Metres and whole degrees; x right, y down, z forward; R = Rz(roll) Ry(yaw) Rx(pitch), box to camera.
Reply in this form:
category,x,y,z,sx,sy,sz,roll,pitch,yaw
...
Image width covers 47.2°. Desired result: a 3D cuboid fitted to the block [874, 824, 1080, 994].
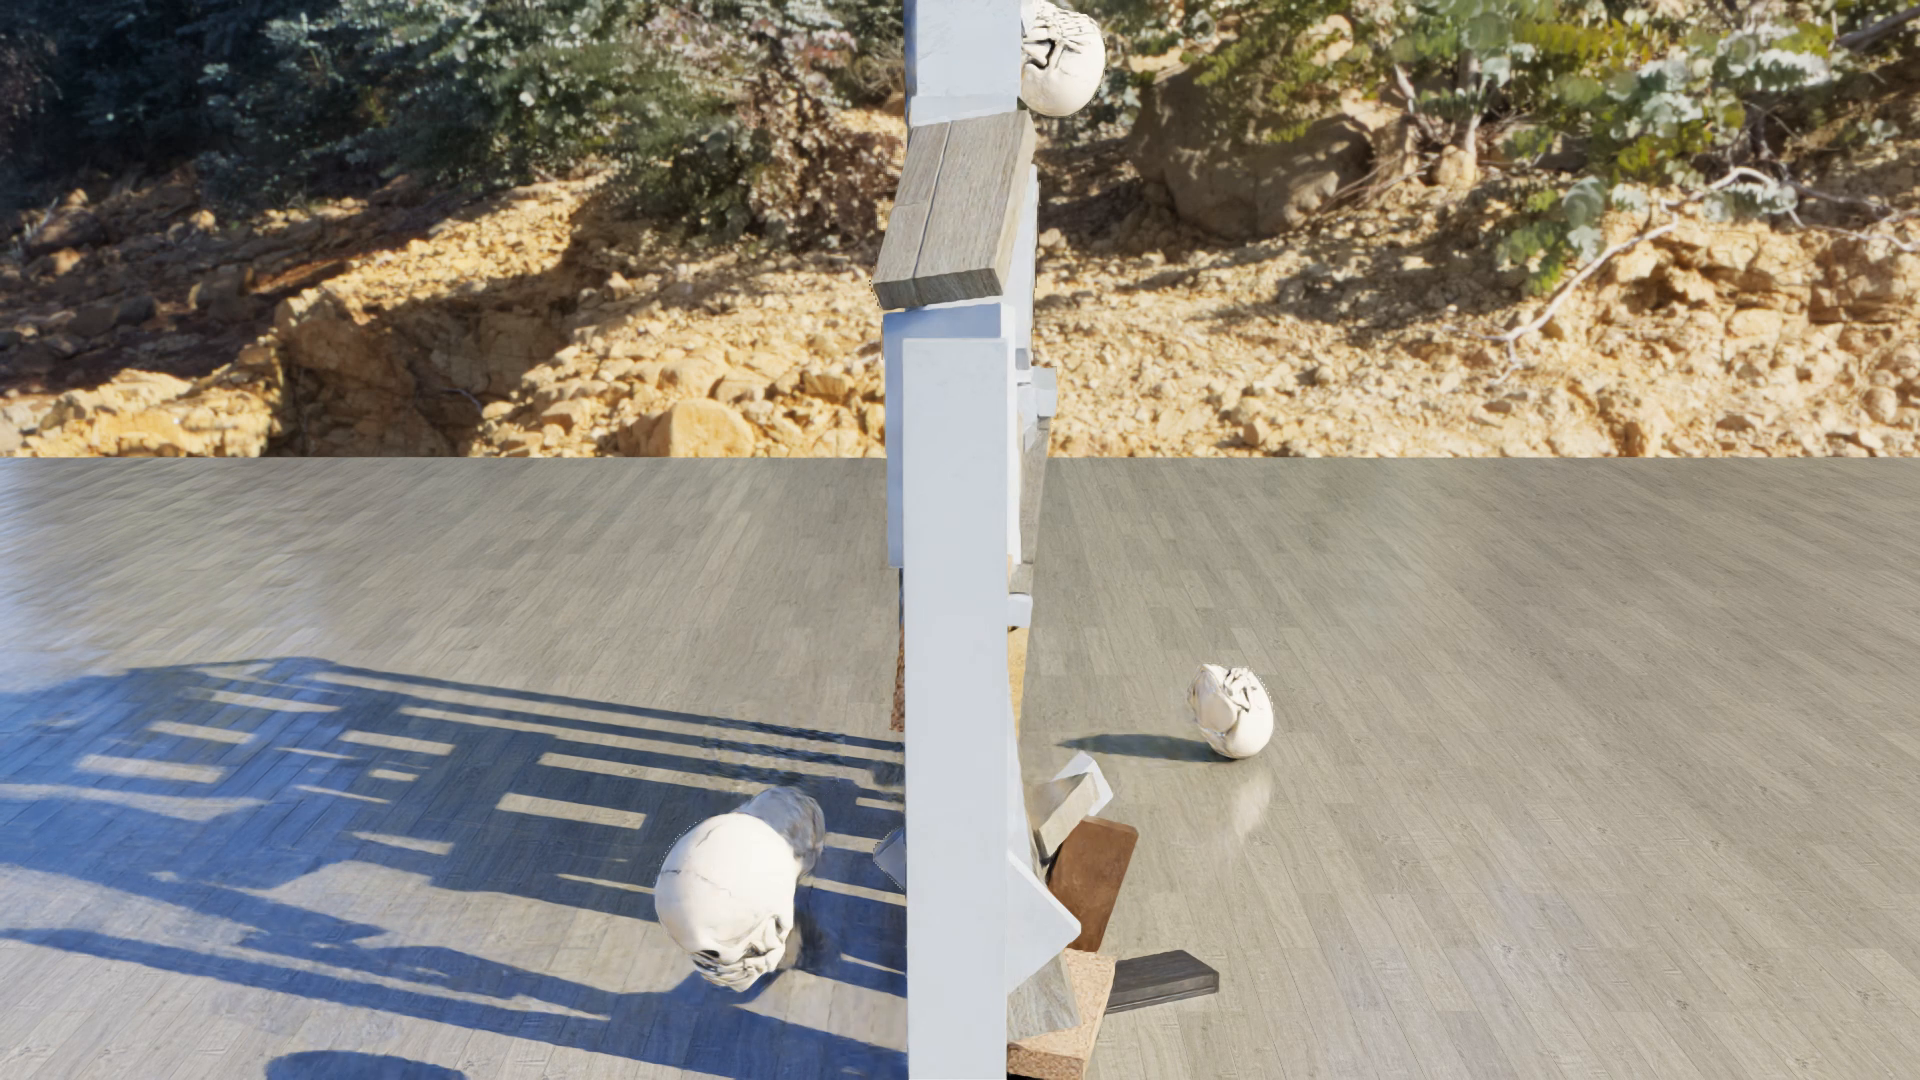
category,x,y,z,sx,sy,sz,roll,pitch,yaw
block,0.024,0.452,2.833,0.126,0.253,0.036,-42,9,11

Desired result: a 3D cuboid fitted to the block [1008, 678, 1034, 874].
category,x,y,z,sx,sy,sz,roll,pitch,yaw
block,0.024,0.297,2.890,0.108,0.348,0.031,-8,-7,4

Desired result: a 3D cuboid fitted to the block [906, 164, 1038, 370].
category,x,y,z,sx,sy,sz,roll,pitch,yaw
block,0.018,-0.382,3.073,0.169,0.338,0.048,-1,-35,7

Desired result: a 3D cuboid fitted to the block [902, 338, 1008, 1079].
category,x,y,z,sx,sy,sz,roll,pitch,yaw
block,-0.004,0.249,2.748,0.126,1.006,0.036,0,14,2

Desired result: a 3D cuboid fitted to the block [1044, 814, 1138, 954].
category,x,y,z,sx,sy,sz,roll,pitch,yaw
block,0.182,0.519,3.295,0.107,0.213,0.030,15,13,-11

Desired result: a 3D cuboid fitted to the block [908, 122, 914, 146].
category,x,y,z,sx,sy,sz,roll,pitch,yaw
block,-0.008,-0.518,3.537,0.155,0.310,0.044,0,28,-4

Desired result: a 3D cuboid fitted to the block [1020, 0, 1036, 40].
category,x,y,z,sx,sy,sz,roll,pitch,yaw
block,0.019,-0.929,3.547,0.162,0.046,0.323,17,-14,15

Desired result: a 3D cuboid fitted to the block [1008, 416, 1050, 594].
category,x,y,z,sx,sy,sz,roll,pitch,yaw
block,0.053,-0.062,3.246,0.134,0.267,0.038,6,7,-1

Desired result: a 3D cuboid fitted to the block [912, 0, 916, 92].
category,x,y,z,sx,sy,sz,roll,pitch,yaw
block,0.004,-0.830,3.343,0.150,0.301,0.043,0,36,0

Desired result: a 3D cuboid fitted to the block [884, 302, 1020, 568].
category,x,y,z,sx,sy,sz,roll,pitch,yaw
block,-0.011,-0.135,2.907,0.169,0.338,0.048,-3,-4,23

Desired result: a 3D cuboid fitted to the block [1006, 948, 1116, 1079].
category,x,y,z,sx,sy,sz,roll,pitch,yaw
block,0.123,0.656,3.069,0.145,0.041,0.290,8,19,10

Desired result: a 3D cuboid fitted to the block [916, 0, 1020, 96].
category,x,y,z,sx,sy,sz,roll,pitch,yaw
block,0.012,-0.800,3.196,0.150,0.301,0.043,0,13,-2

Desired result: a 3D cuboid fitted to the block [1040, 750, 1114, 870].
category,x,y,z,sx,sy,sz,roll,pitch,yaw
block,0.135,0.426,3.312,0.213,0.107,0.030,-44,49,-13

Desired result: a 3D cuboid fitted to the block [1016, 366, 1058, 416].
category,x,y,z,sx,sy,sz,roll,pitch,yaw
block,0.076,-0.230,3.311,0.134,0.038,0.267,6,12,0

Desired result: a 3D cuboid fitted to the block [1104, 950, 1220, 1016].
category,x,y,z,sx,sy,sz,roll,pitch,yaw
block,0.184,0.660,3.208,0.392,0.030,0.107,-5,12,-26

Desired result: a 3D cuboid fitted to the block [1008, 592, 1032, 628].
category,x,y,z,sx,sy,sz,roll,pitch,yaw
block,0.034,0.075,3.346,0.140,0.040,0.281,6,11,-1

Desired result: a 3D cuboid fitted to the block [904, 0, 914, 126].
category,x,y,z,sx,sy,sz,roll,pitch,yaw
block,-0.006,-0.811,3.455,0.162,0.362,0.046,0,47,0

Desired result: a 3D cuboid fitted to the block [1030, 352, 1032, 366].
category,x,y,z,sx,sy,sz,roll,pitch,yaw
block,0.046,-0.280,3.267,0.090,0.026,0.181,9,1,13

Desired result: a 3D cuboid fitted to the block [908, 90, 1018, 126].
category,x,y,z,sx,sy,sz,roll,pitch,yaw
block,0.000,-0.659,3.353,0.155,0.044,0.310,0,13,-2

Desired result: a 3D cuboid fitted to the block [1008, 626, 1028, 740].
category,x,y,z,sx,sy,sz,roll,pitch,yaw
block,0.015,0.289,3.297,0.140,0.361,0.040,4,10,-6

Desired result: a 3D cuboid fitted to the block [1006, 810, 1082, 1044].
category,x,y,z,sx,sy,sz,roll,pitch,yaw
block,0.052,0.517,2.916,0.145,0.290,0.041,-17,-13,10

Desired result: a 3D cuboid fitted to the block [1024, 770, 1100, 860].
category,x,y,z,sx,sy,sz,roll,pitch,yaw
block,0.091,0.403,3.112,0.145,0.041,0.290,-17,4,20

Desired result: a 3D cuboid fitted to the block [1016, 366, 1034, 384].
category,x,y,z,sx,sy,sz,roll,pitch,yaw
block,0.039,-0.245,3.157,0.090,0.026,0.181,9,6,15

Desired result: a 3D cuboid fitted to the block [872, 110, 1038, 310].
category,x,y,z,sx,sy,sz,roll,pitch,yaw
block,-0.004,-0.453,2.997,0.169,0.048,0.338,-5,46,18

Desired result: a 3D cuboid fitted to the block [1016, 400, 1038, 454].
category,x,y,z,sx,sy,sz,roll,pitch,yaw
block,0.056,-0.178,3.059,0.108,0.031,0.216,37,-3,5

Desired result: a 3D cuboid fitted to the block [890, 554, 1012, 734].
category,x,y,z,sx,sy,sz,roll,pitch,yaw
block,-0.012,0.133,2.827,0.126,0.253,0.036,11,13,20

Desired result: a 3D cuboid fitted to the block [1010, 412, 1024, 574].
category,x,y,z,sx,sy,sz,roll,pitch,yaw
block,0.024,-0.064,2.931,0.108,0.216,0.031,2,-2,23

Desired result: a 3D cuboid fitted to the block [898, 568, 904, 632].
category,x,y,z,sx,sy,sz,roll,pitch,yaw
block,-0.025,0.101,3.603,0.148,0.296,0.042,0,13,1
